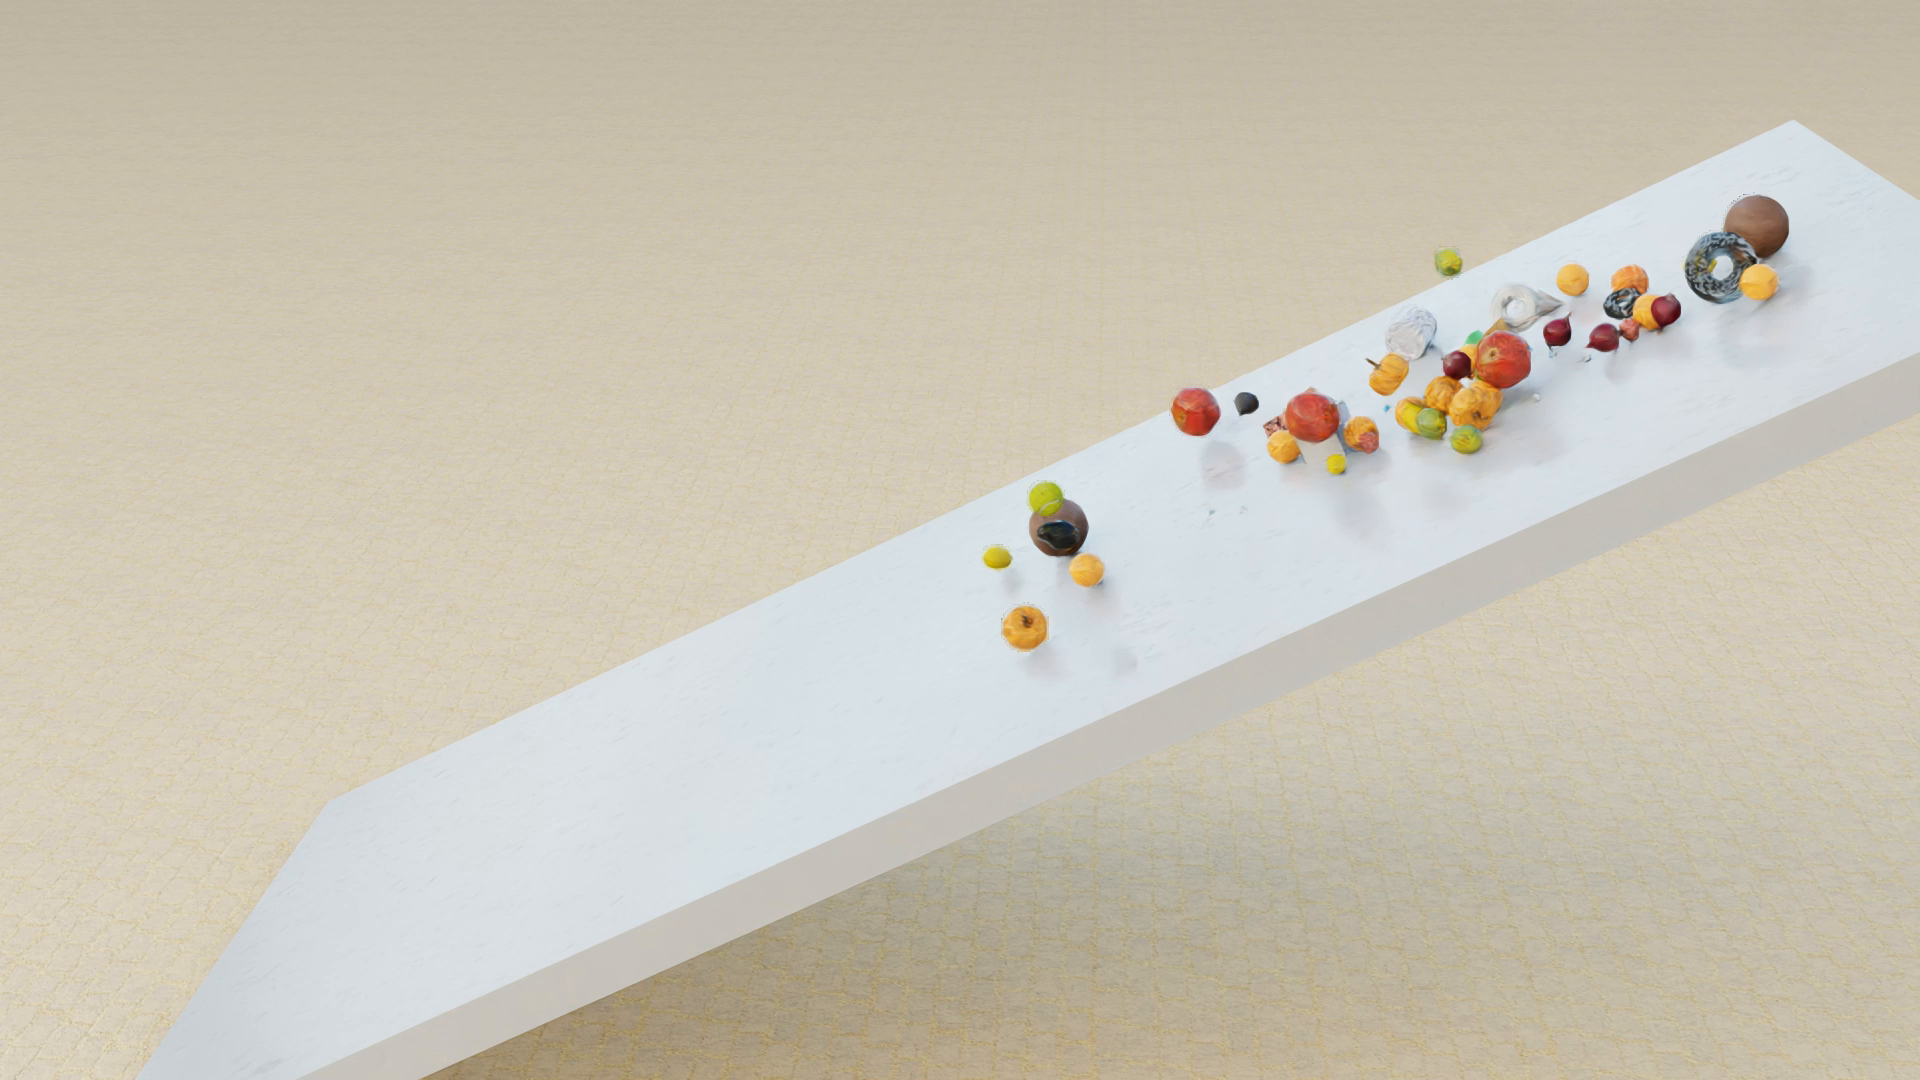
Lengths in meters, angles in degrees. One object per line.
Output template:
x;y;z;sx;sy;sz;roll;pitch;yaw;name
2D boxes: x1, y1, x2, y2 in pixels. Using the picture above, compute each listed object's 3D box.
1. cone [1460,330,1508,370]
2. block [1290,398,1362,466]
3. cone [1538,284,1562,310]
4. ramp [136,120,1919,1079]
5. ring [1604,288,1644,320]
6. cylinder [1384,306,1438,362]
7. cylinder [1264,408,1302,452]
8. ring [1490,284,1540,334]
1.114;-0.386;6.180;0.088;0.088;0.088;23;27;38;cone
0.762;-0.223;6.131;0.092;0.092;0.092;-17;17;36;block
1.279;-0.512;6.356;0.063;0.063;0.063;37;27;11;cone
0.138;0.168;6.281;4.000;0.100;2.000;-25;14;10;ramp
1.339;-0.477;5.935;0.081;0.027;0.081;-18;38;15;ring
1.003;-0.458;6.539;0.094;0.094;0.094;8;28;24;cylinder
0.704;-0.237;6.339;0.071;0.071;0.071;-29;22;-8;cylinder
1.149;-0.479;6.087;0.106;0.106;0.035;8;-6;25;ring
